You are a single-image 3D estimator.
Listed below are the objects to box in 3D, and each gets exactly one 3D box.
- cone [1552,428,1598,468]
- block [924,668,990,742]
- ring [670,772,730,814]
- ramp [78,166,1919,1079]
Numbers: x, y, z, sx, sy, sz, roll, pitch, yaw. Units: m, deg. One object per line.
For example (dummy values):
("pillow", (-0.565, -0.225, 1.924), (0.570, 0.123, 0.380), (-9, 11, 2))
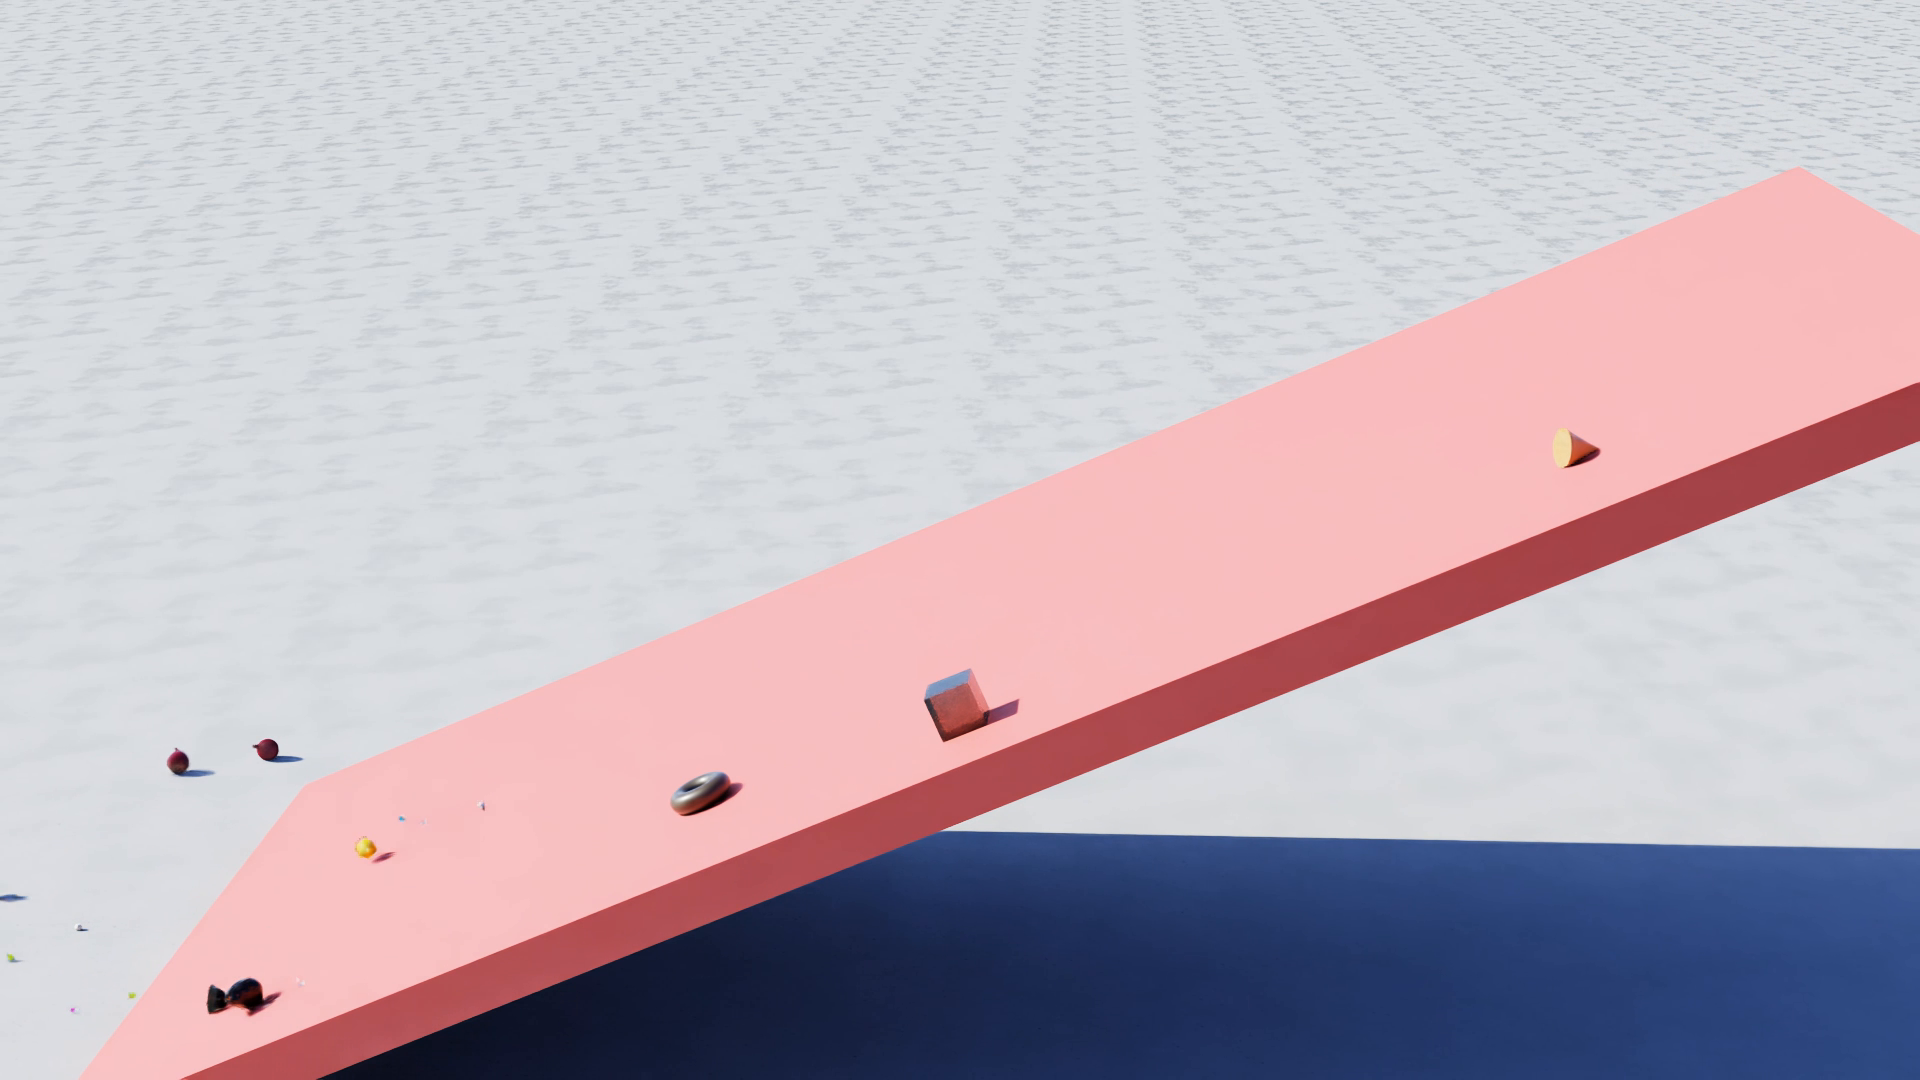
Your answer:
("cone", (1.157, -0.171, 5.483), (0.076, 0.076, 0.076), (0, 14, -15))
("block", (-0.006, 0.310, 5.526), (0.090, 0.090, 0.090), (-22, 13, 10))
("ring", (-0.512, 0.498, 5.801), (0.129, 0.043, 0.129), (-24, 11, 5))
("ramp", (0.130, 0.171, 6.285), (4.000, 0.100, 2.000), (-22, 13, 8))
